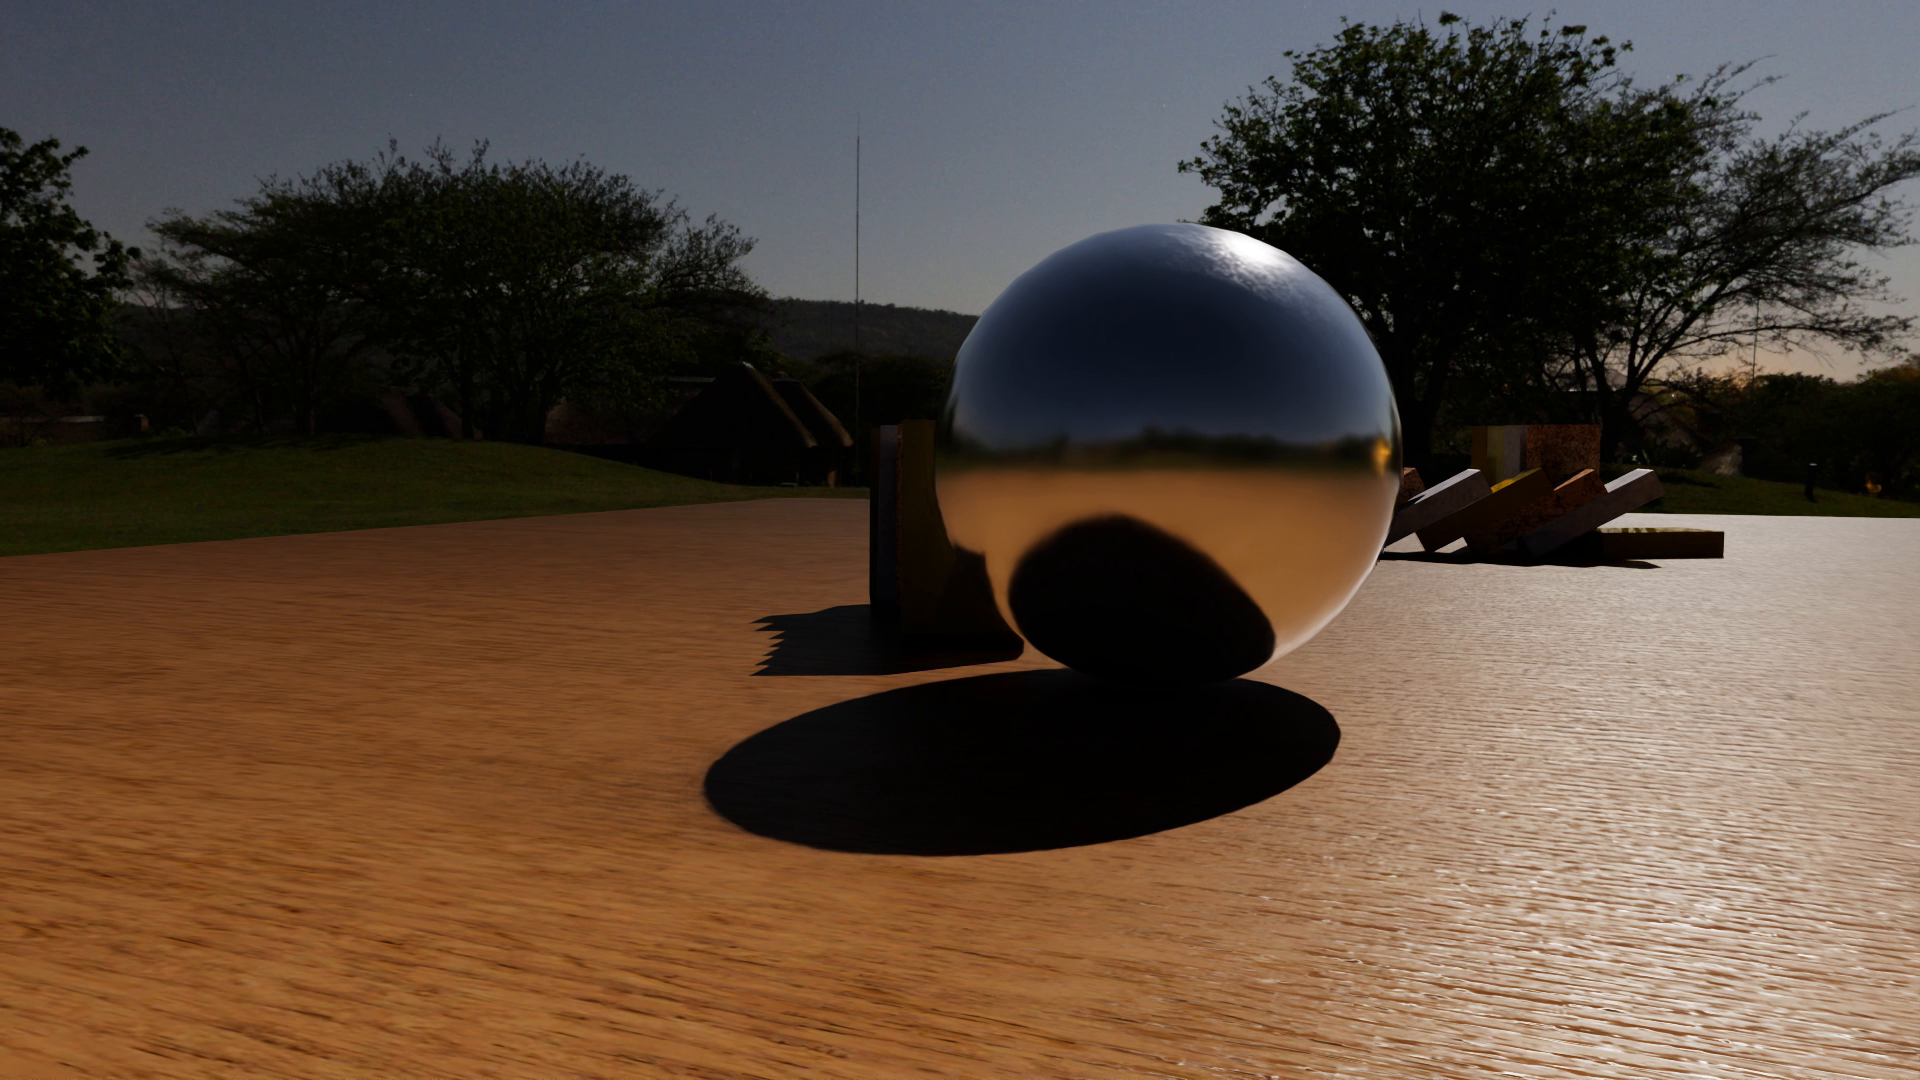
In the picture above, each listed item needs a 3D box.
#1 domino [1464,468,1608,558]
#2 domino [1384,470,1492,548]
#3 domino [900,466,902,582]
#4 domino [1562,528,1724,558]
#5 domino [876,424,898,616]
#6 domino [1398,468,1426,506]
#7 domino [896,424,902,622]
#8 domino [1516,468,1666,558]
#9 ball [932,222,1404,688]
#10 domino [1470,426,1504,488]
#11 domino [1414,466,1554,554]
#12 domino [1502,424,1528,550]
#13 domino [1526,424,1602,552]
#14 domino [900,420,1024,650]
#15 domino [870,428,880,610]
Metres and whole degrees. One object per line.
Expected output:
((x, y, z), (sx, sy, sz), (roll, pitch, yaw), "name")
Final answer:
((0.217, -0.011, 0.488), (0.050, 0.009, 0.025), (-30, -4, 15), "domino")
((0.178, -0.011, 0.498), (0.050, 0.009, 0.025), (-29, -2, 12), "domino")
((0.000, -0.003, 0.282), (0.025, 0.050, 0.010), (0, -27, -1), "domino")
((0.262, 0.001, 0.493), (0.050, 0.009, 0.025), (-1, 4, -8), "domino")
((-0.008, -0.006, 0.327), (0.025, 0.050, 0.010), (0, -28, -1), "domino")
((0.155, -0.012, 0.506), (0.050, 0.010, 0.025), (-31, 9, -8), "domino")
((-0.003, -0.005, 0.316), (0.025, 0.050, 0.009), (0, -27, -1), "domino")
((0.236, -0.010, 0.483), (0.050, 0.009, 0.025), (-30, -4, 16), "domino")
((0.035, -0.014, 0.224), (0.080, 0.080, 0.080), (0, 4, 0), "ball")
((0.228, -0.023, 0.540), (0.025, 0.050, 0.010), (-1, 5, -18), "domino")
((0.199, -0.011, 0.492), (0.050, 0.009, 0.025), (-30, -4, 16), "domino")
((0.234, -0.021, 0.520), (0.025, 0.050, 0.010), (-1, 4, -14), "domino")
((0.237, -0.020, 0.506), (0.025, 0.050, 0.009), (-1, 4, -8), "domino")
((0.000, -0.002, 0.271), (0.025, 0.050, 0.009), (0, -27, -1), "domino")
((-0.011, -0.006, 0.339), (0.025, 0.050, 0.009), (-1, -29, -2), "domino")
